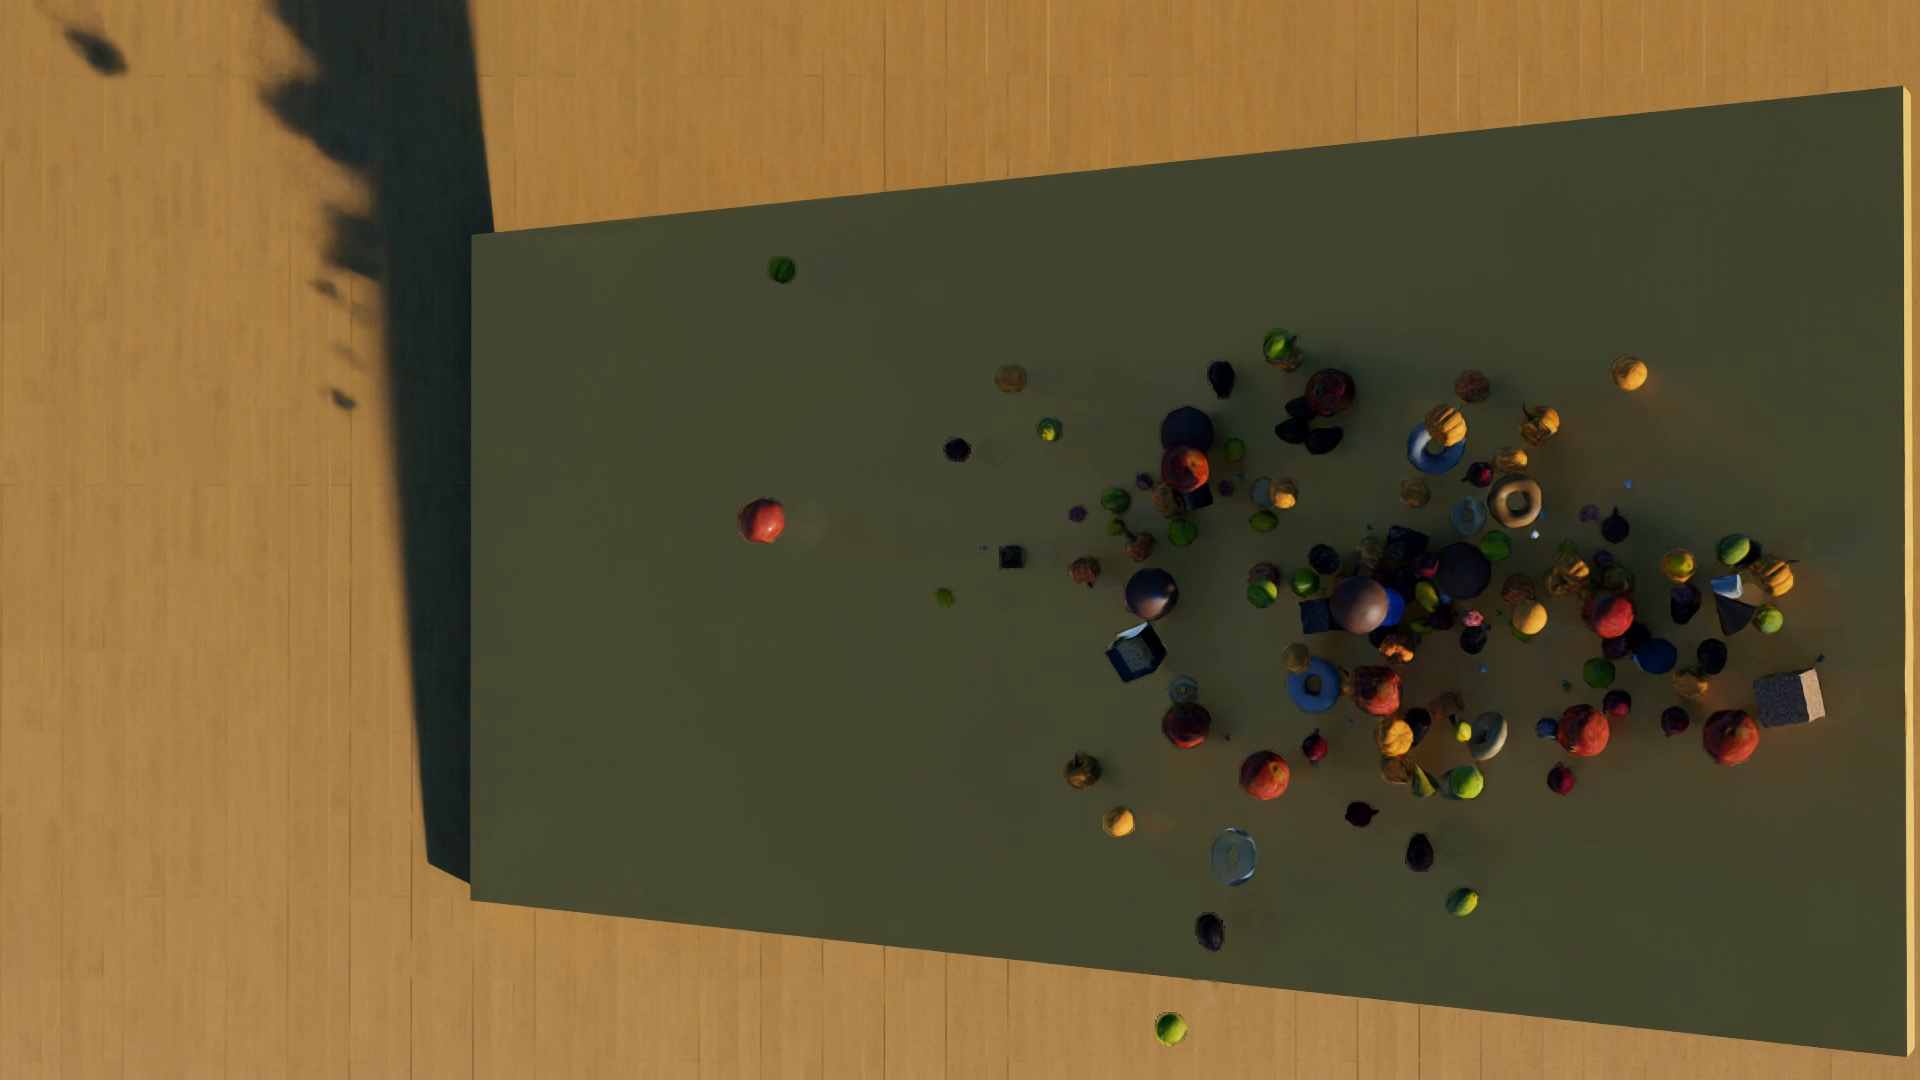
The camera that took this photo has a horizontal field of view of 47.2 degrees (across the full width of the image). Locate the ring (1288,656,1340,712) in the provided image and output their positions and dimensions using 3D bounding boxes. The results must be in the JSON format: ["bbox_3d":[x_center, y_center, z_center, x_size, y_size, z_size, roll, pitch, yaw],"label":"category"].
[{"bbox_3d":[0.834,0.341,5.177,0.132,0.044,0.132,-1,88,32],"label":"ring"}]

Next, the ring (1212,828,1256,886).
[{"bbox_3d":[0.655,0.758,5.261,0.046,0.139,0.139,8,89,-35],"label":"ring"}]

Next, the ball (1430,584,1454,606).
[{"bbox_3d":[1.100,0.125,5.012,0.052,0.052,0.052,0,89,0],"label":"ball"}]

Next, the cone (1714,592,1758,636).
[{"bbox_3d":[1.597,0.138,4.582,0.086,0.086,0.086,-45,97,0],"label":"cone"}]

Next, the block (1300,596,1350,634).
[{"bbox_3d":[0.852,0.176,5.136,0.077,0.077,0.077,-2,83,-42],"label":"block"}]

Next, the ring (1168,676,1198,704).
[{"bbox_3d":[0.542,0.365,5.350,0.076,0.025,0.076,0,106,0],"label":"ring"}]

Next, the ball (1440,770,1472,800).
[{"bbox_3d":[1.122,0.555,4.983,0.072,0.072,0.072,0,89,0],"label":"ball"}]

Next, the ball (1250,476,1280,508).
[{"bbox_3d":[0.725,-0.113,5.229,0.074,0.074,0.074,0,89,0],"label":"ball"}]

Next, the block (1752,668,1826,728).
[{"bbox_3d":[1.729,0.330,4.587,0.099,0.099,0.099,-14,87,39],"label":"block"}]

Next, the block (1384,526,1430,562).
[{"bbox_3d":[1.023,0.010,5.040,0.064,0.064,0.064,10,101,-32],"label":"block"}]

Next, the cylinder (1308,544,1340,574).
[{"bbox_3d":[0.846,0.045,5.114,0.062,0.062,0.062,0,98,-1],"label":"cylinder"}]

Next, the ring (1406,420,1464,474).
[{"bbox_3d":[1.054,-0.207,4.874,0.129,0.043,0.129,0,113,0],"label":"ring"}]

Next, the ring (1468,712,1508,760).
[{"bbox_3d":[1.184,0.439,4.936,0.038,0.114,0.114,25,89,-19],"label":"ring"}]

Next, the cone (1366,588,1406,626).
[{"bbox_3d":[0.956,0.147,5.001,0.090,0.090,0.090,-5,78,26],"label":"cone"}]

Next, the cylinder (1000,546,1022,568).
[{"bbox_3d":[0.130,0.045,5.602,0.053,0.053,0.053,-4,87,0],"label":"cylinder"}]

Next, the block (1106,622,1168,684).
[{"bbox_3d":[0.428,0.273,5.335,0.093,0.093,0.093,-25,102,35],"label":"block"}]

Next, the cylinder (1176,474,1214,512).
[{"bbox_3d":[0.566,-0.114,5.285,0.072,0.072,0.072,-17,94,0],"label":"cylinder"}]

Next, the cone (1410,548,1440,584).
[{"bbox_3d":[1.072,0.050,5.003,0.072,0.072,0.072,20,114,0],"label":"cone"}]

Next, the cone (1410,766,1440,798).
[{"bbox_3d":[1.046,0.536,4.996,0.068,0.068,0.068,-26,117,0],"label":"cone"}]

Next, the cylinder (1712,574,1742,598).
[{"bbox_3d":[1.634,0.099,4.687,0.051,0.051,0.051,-8,89,31],"label":"cylinder"}]

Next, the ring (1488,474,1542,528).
[{"bbox_3d":[1.207,-0.085,4.781,0.117,0.039,0.117,1,95,15],"label":"ring"}]

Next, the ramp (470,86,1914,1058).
[{"bbox_3d":[0.264,0.073,5.610,4.000,0.100,2.000,0,89,31],"label":"ramp"}]

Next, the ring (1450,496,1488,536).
[{"bbox_3d":[1.156,-0.054,4.993,0.088,0.029,0.088,-1,89,35],"label":"ring"}]

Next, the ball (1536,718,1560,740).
[{"bbox_3d":[1.305,0.420,4.885,0.050,0.050,0.050,0,89,0],"label":"ball"}]

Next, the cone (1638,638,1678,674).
[{"bbox_3d":[1.509,0.265,4.747,0.082,0.082,0.082,-9,63,19],"label":"cone"}]
